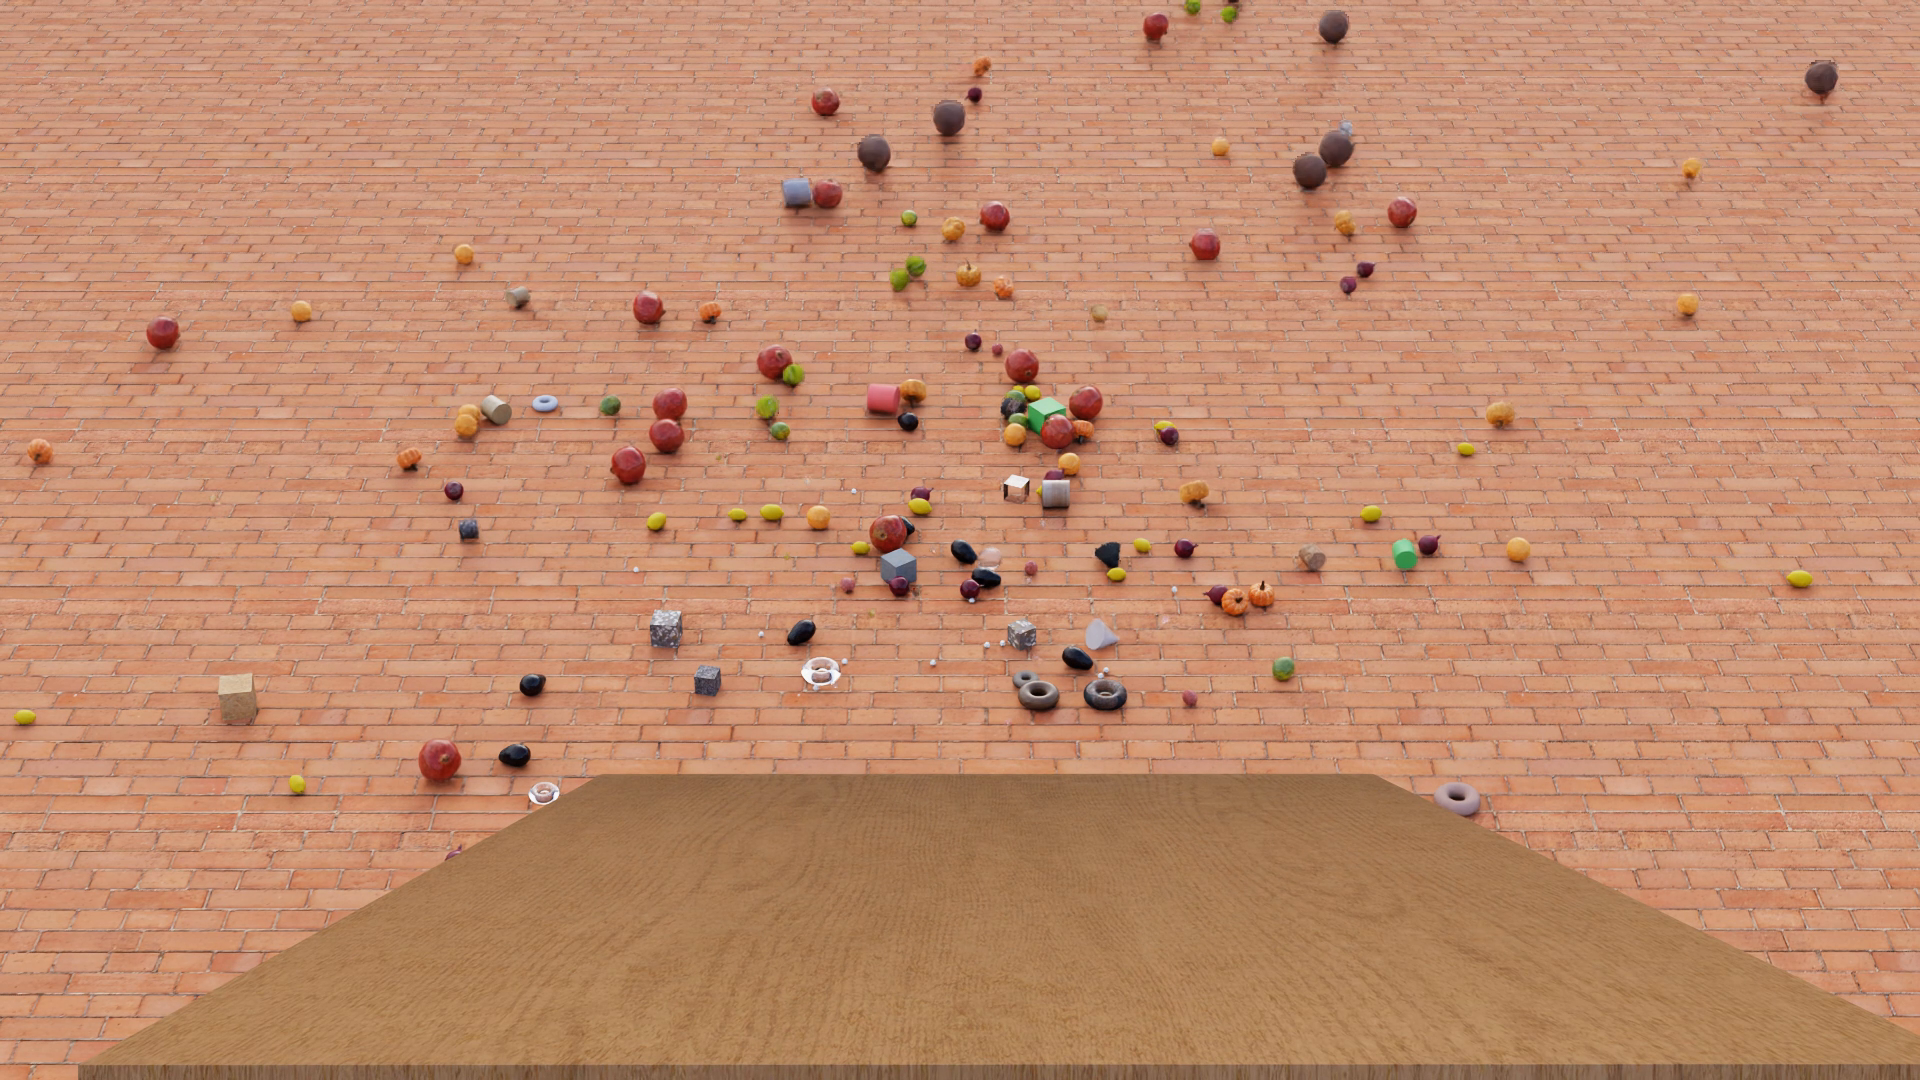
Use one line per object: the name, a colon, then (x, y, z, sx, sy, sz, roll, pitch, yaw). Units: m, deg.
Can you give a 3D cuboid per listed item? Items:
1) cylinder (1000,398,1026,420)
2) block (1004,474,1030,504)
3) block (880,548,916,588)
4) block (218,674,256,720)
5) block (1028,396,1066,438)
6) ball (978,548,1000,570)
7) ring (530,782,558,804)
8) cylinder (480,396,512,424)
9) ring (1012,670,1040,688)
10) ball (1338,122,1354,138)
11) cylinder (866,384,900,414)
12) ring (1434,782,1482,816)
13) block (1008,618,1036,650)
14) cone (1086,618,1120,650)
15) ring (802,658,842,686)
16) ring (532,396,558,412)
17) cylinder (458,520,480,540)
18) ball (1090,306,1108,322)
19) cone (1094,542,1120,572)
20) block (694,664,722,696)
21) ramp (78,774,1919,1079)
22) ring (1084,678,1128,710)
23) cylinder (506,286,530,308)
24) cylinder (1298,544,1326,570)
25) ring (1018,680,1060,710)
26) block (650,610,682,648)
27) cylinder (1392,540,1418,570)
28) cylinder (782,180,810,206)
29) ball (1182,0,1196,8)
cylinder: (0.175, -0.427, 8.469, 0.060, 0.060, 0.060, 22, 38, 31)
block: (0.176, -0.156, 8.039, 0.060, 0.060, 0.060, 15, 35, 22)
block: (-0.181, 0.084, 7.643, 0.076, 0.076, 0.076, -22, 39, -31)
block: (-1.974, 0.429, 7.084, 0.087, 0.087, 0.087, -6, 33, -9)
block: (0.281, -0.397, 8.396, 0.087, 0.087, 0.087, -21, 38, -29)
ball: (0.086, 0.057, 7.691, 0.069, 0.069, 0.069, 0, 32, 0)
ring: (-1.087, 0.661, 6.772, 0.078, 0.026, 0.078, 1, 33, 0)
cylinder: (-1.513, -0.424, 8.450, 0.074, 0.074, 0.074, -25, 40, -34)
ring: (0.183, 0.389, 7.206, 0.075, 0.025, 0.075, -1, 31, 0)
ball: (1.548, -1.645, 10.402, 0.062, 0.062, 0.062, 0, 32, 0)
cylinder: (-0.251, -0.463, 8.500, 0.089, 0.089, 0.089, 6, 33, 13)
ring: (1.293, 0.674, 6.739, 0.122, 0.041, 0.122, -1, 32, 1)
block: (0.176, 0.268, 7.366, 0.058, 0.058, 0.058, -22, 38, -30)
cone: (0.420, 0.275, 7.373, 0.090, 0.090, 0.090, 13, 23, -32)
ring: (-0.387, 0.366, 7.232, 0.112, 0.037, 0.112, 1, 31, 0)
ring: (-1.366, -0.449, 8.534, 0.086, 0.029, 0.086, 0, 31, 0)
cylinder: (-1.487, -0.031, 7.845, 0.054, 0.054, 0.054, -8, 33, -13)
ball: (0.487, -0.788, 9.042, 0.060, 0.060, 0.060, 0, 32, 0)
cone: (0.453, 0.063, 7.712, 0.082, 0.082, 0.082, -12, 61, -18)
block: (-0.698, 0.389, 7.174, 0.058, 0.058, 0.058, 7, 33, 10)
ramp: (0.072, 0.629, 4.725, 2.000, 0.100, 4.000, 0, -1, 0)
ring: (0.400, 0.426, 7.133, 0.122, 0.041, 0.122, 1, 33, -1)
cylinder: (-1.561, -0.859, 9.156, 0.059, 0.059, 0.059, 28, 41, 36)
cylinder: (1.047, 0.049, 7.714, 0.059, 0.059, 0.059, -13, 34, -19)
ring: (0.217, 0.428, 7.131, 0.116, 0.039, 0.116, 0, 31, 0)
block: (-0.836, 0.253, 7.375, 0.076, 0.076, 0.076, 3, 32, 5)
cylinder: (1.324, 0.043, 7.718, 0.065, 0.065, 0.065, 0, 32, 0)
cylinder: (-0.622, -1.319, 9.856, 0.093, 0.093, 0.093, -7, 33, -10)
ball: (1.030, -2.424, 11.638, 0.065, 0.065, 0.065, 0, 32, 0)
